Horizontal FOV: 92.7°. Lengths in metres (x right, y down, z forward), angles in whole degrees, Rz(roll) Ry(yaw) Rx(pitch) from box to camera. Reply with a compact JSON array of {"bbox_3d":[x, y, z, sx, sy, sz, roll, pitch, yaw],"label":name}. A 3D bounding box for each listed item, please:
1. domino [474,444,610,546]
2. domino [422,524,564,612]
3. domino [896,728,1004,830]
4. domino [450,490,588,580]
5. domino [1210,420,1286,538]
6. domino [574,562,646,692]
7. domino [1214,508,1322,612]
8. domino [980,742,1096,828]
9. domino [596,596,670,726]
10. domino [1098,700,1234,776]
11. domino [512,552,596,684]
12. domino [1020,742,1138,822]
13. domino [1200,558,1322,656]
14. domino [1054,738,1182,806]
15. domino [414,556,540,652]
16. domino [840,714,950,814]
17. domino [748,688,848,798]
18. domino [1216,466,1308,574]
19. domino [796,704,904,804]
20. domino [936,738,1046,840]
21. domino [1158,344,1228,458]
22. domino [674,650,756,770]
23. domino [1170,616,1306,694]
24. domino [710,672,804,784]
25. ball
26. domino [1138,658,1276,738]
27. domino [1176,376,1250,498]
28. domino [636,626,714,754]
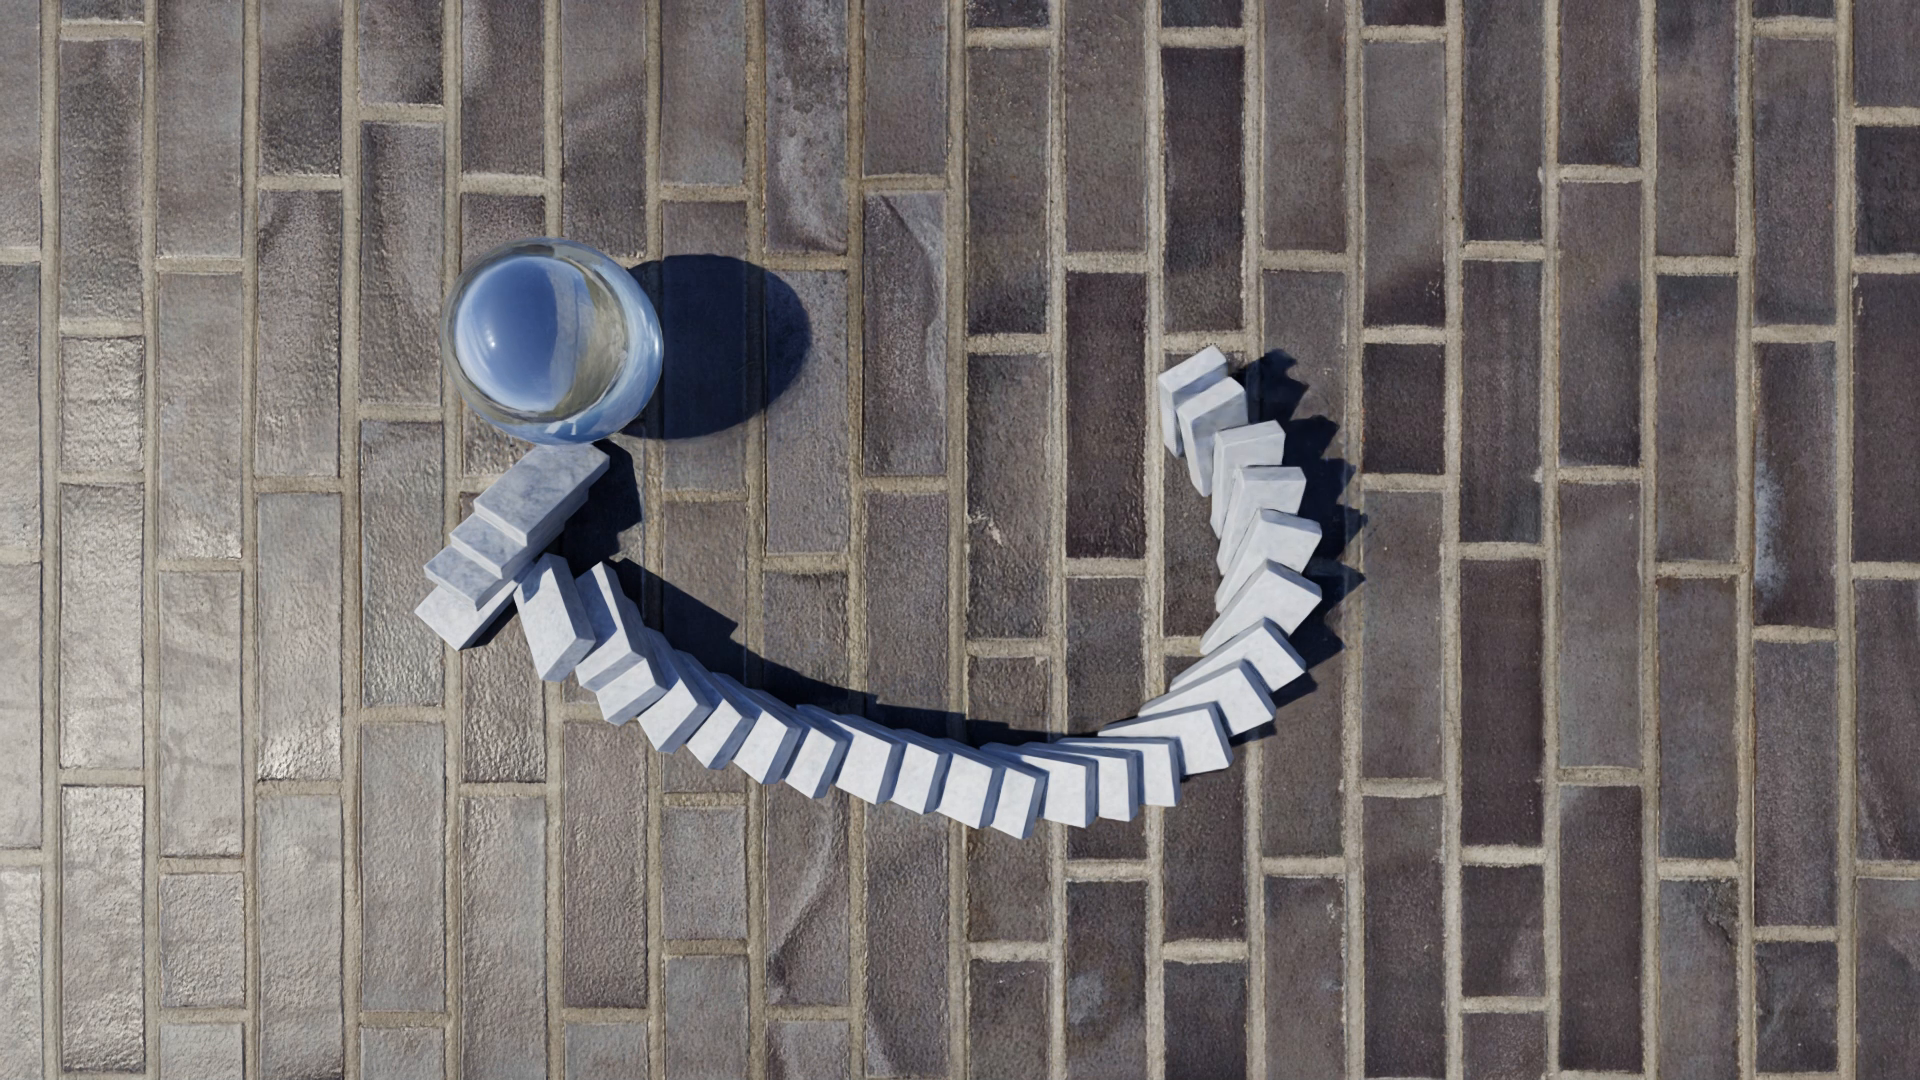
[{"bbox_3d":[-0.173,-0.023,0.382,0.025,0.009,0.050,34,55,-1],"label":"domino"},{"bbox_3d":[-0.193,0.003,0.382,0.025,0.010,0.050,34,55,0],"label":"domino"},{"bbox_3d":[-0.008,0.099,0.383,0.050,0.010,0.025,14,91,32],"label":"domino"},{"bbox_3d":[-0.182,-0.010,0.382,0.025,0.009,0.050,34,55,0],"label":"domino"},{"bbox_3d":[0.119,-0.024,0.380,0.025,0.010,0.050,-12,132,0],"label":"domino"},{"bbox_3d":[-0.151,0.036,0.382,0.025,0.010,0.050,-34,56,1],"label":"domino"},{"bbox_3d":[0.127,0.012,0.381,0.025,0.009,0.050,13,128,0],"label":"domino"},{"bbox_3d":[0.032,0.101,0.381,0.050,0.010,0.025,2,94,34],"label":"domino"},{"bbox_3d":[-0.141,0.049,0.382,0.025,0.010,0.050,-35,56,1],"label":"domino"},{"bbox_3d":[0.085,0.086,0.383,0.050,0.009,0.025,-20,90,31],"label":"domino"},{"bbox_3d":[-0.168,0.032,0.379,0.025,0.010,0.050,-46,54,13],"label":"domino"},{"bbox_3d":[0.049,0.100,0.382,0.050,0.010,0.025,-2,93,34],"label":"domino"},{"bbox_3d":[0.124,0.033,0.382,0.025,0.010,0.050,28,125,0],"label":"domino"},{"bbox_3d":[0.066,0.096,0.383,0.050,0.009,0.025,-6,90,30],"label":"domino"},{"bbox_3d":[-0.207,0.021,0.395,0.025,0.009,0.050,43,90,0],"label":"domino"},{"bbox_3d":[-0.031,0.093,0.384,0.050,0.010,0.025,15,90,29],"label":"domino"},{"bbox_3d":[-0.073,0.085,0.384,0.050,0.009,0.025,24,90,28],"label":"domino"},{"bbox_3d":[0.124,-0.007,0.380,0.025,0.010,0.050,0,130,0],"label":"domino"},{"bbox_3d":[-0.050,0.089,0.384,0.050,0.009,0.025,16,90,29],"label":"domino"},{"bbox_3d":[0.009,0.103,0.382,0.050,0.009,0.025,14,91,32],"label":"domino"},{"bbox_3d":[0.096,-0.056,0.376,0.025,0.050,0.009,-30,60,0],"label":"domino"},{"bbox_3d":[-0.109,0.070,0.383,0.050,0.010,0.025,34,90,33],"label":"domino"},{"bbox_3d":[0.115,0.057,0.383,0.025,0.009,0.050,47,120,0],"label":"domino"},{"bbox_3d":[-0.090,0.078,0.382,0.050,0.009,0.025,26,91,33],"label":"domino"},{"bbox_3d":[-0.158,-0.077,0.360,0.080,0.080,0.080,0,90,0],"label":"ball"},{"bbox_3d":[0.102,0.072,0.383,0.050,0.009,0.025,-34,91,31],"label":"domino"},{"bbox_3d":[0.106,-0.041,0.378,0.025,0.050,0.009,-30,50,0],"label":"domino"},{"bbox_3d":[-0.125,0.062,0.382,0.025,0.010,0.050,-48,55,2],"label":"domino"}]
